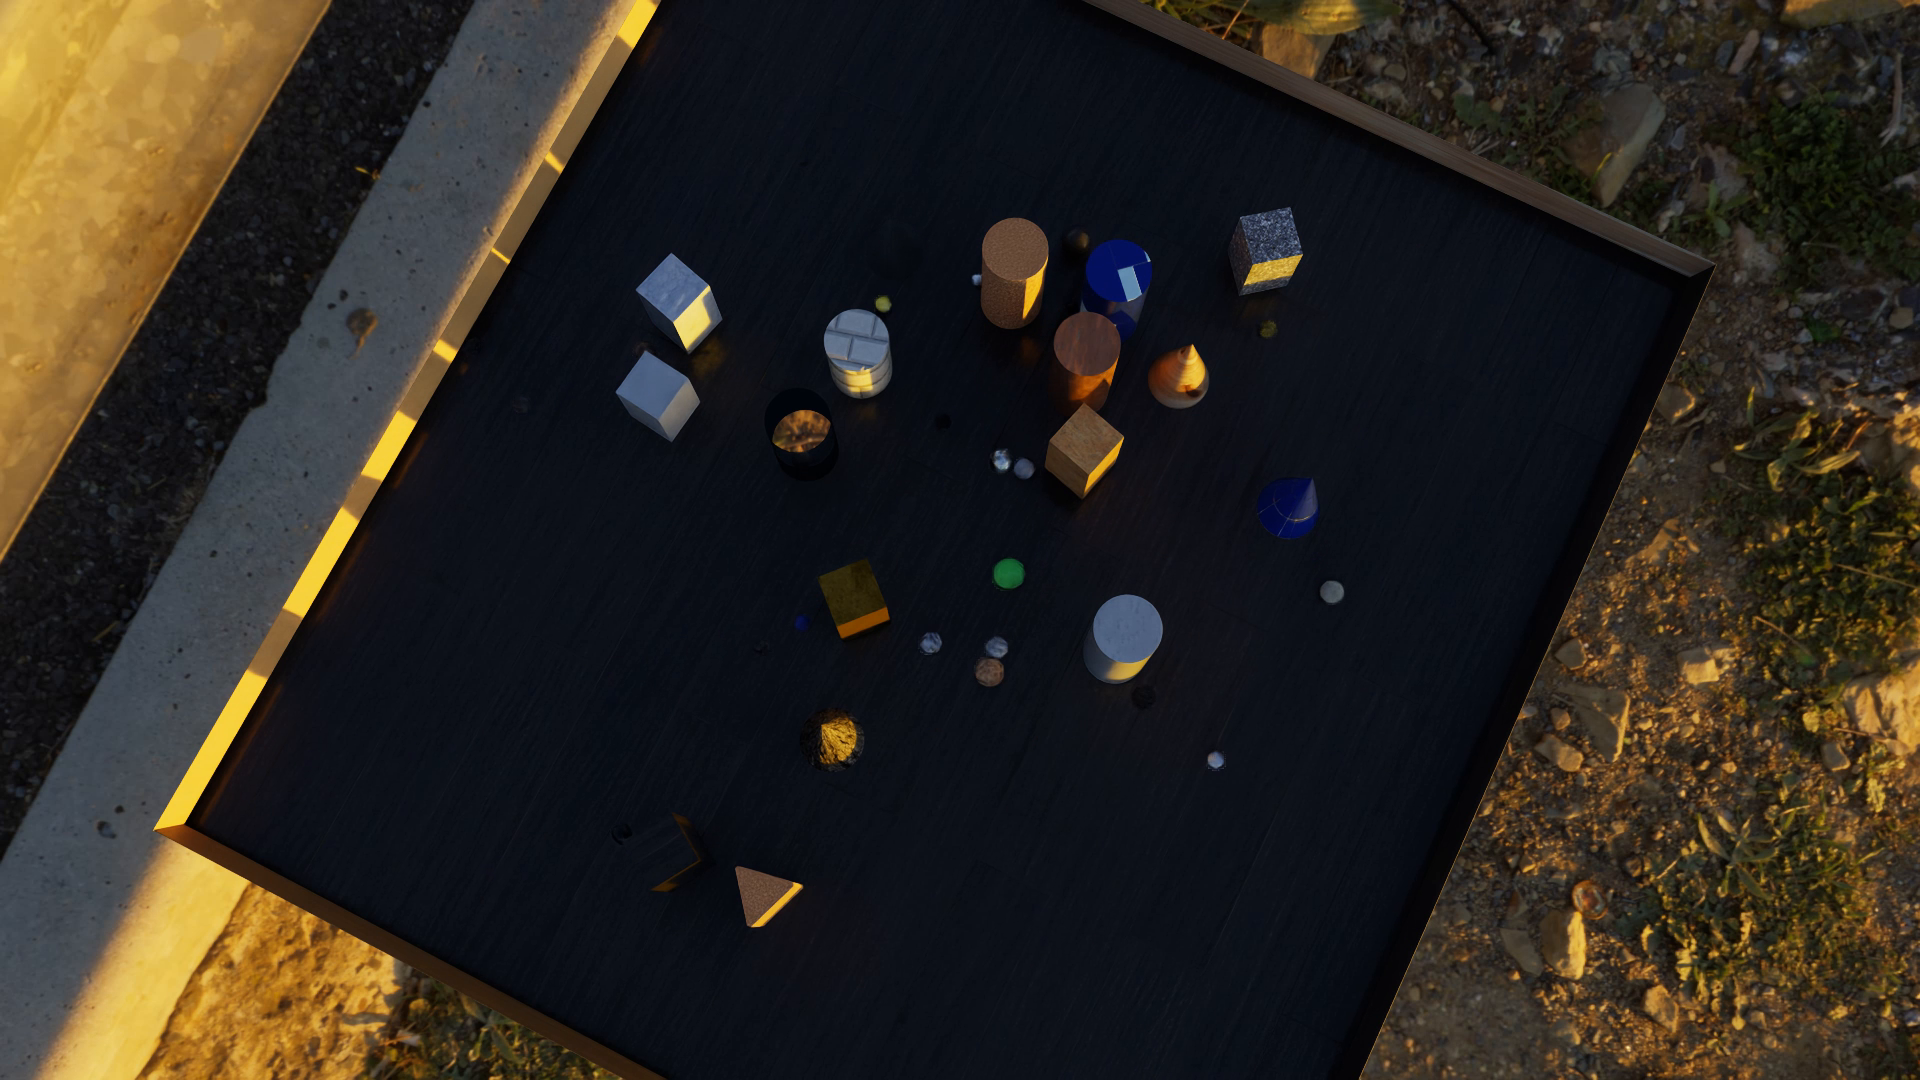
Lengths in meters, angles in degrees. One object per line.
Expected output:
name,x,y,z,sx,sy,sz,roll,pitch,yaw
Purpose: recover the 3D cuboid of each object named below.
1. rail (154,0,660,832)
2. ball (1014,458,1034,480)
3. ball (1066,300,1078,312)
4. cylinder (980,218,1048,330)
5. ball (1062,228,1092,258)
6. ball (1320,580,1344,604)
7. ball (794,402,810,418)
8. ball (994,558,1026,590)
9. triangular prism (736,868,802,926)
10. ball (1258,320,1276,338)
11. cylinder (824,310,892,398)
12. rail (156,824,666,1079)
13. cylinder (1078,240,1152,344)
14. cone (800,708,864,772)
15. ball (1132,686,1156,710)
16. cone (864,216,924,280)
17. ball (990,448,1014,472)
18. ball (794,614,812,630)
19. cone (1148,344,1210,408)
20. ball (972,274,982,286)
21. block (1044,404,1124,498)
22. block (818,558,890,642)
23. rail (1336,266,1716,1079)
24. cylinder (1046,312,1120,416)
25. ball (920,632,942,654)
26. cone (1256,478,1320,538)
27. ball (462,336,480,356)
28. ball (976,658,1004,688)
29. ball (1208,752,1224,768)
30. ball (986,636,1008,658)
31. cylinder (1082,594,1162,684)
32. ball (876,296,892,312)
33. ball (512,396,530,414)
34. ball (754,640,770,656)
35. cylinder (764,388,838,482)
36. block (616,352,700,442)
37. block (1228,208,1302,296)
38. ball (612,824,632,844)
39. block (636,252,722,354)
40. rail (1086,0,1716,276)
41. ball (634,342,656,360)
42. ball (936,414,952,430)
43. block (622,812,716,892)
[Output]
rail,-1.506,-0.731,5.702,0.045,0.126,3.641,26,80,5
ball,0.198,-0.217,5.629,0.064,0.064,0.064,0,78,0
ball,0.351,-0.734,5.747,0.041,0.041,0.041,0,78,0
cylinder,0.161,-0.802,5.554,0.194,0.447,0.194,0,78,0
ball,0.366,-0.935,5.761,0.095,0.095,0.095,0,78,0
ball,1.126,0.156,5.548,0.072,0.072,0.072,0,78,0
ball,-0.491,-0.404,5.676,0.047,0.047,0.047,0,78,0
ball,0.149,0.101,5.546,0.097,0.097,0.097,0,78,0
triangular prism,-0.572,0.993,5.243,0.168,0.328,0.145,-43,81,-8
ball,0.959,-0.661,5.725,0.055,0.055,0.055,0,78,0
cylinder,-0.307,-0.564,5.585,0.194,0.291,0.194,0,78,0
rail,-0.804,1.581,5.224,3.414,0.126,0.045,26,80,5
cylinder,0.465,-0.744,5.557,0.194,0.418,0.194,0,78,0
cone,-0.383,0.555,5.280,0.194,0.434,0.194,0,78,0
ball,0.550,0.470,5.482,0.072,0.072,0.072,0,78,0
cone,-0.209,-0.946,5.663,0.194,0.293,0.194,0,78,0
ball,0.127,-0.246,5.629,0.075,0.075,0.075,0,78,0
ball,-0.474,0.247,5.540,0.049,0.049,0.049,0,78,0
cone,0.682,-0.539,5.547,0.194,0.355,0.194,0,78,0
ball,0.056,-0.818,5.765,0.040,0.040,0.040,0,78,0
block,0.370,-0.264,5.508,0.155,0.319,0.155,41,81,8
block,-0.311,0.181,5.421,0.155,0.310,0.155,-22,79,-4
rail,1.506,0.744,5.397,0.045,0.126,3.641,26,80,5
cylinder,0.367,-0.519,5.495,0.194,0.449,0.194,0,78,0
ball,-0.087,0.309,5.519,0.066,0.066,0.066,0,78,0
cone,1.010,-0.138,5.442,0.194,0.397,0.194,0,78,0
ball,-1.525,-0.606,5.712,0.059,0.059,0.059,0,78,0
ball,0.090,0.396,5.490,0.088,0.088,0.088,0,78,0
ball,0.762,0.654,5.456,0.050,0.050,0.050,0,78,0
ball,0.112,0.324,5.516,0.065,0.065,0.065,0,78,0
cylinder,0.468,0.293,5.325,0.194,0.453,0.194,0,78,0
ball,-0.241,-0.738,5.743,0.051,0.051,0.051,0,78,0
ball,-1.359,-0.420,5.676,0.055,0.055,0.055,0,78,0
ball,-0.598,0.325,5.526,0.045,0.045,0.045,0,78,0
cylinder,-0.472,-0.312,5.498,0.194,0.358,0.194,0,78,0
block,-0.916,-0.434,5.573,0.155,0.262,0.155,33,80,6
block,0.939,-0.889,5.658,0.155,0.279,0.155,-12,79,-2
ball,-0.996,0.868,5.406,0.060,0.060,0.060,0,78,0
block,-0.856,-0.719,5.604,0.155,0.316,0.155,41,81,8
rail,0.804,-1.567,5.875,3.414,0.126,0.045,26,80,5
ball,-0.982,-0.585,5.705,0.064,0.064,0.064,0,78,0
ball,-0.051,-0.366,5.666,0.052,0.052,0.052,0,78,0
block,-0.827,0.896,5.241,0.155,0.373,0.155,-31,80,-6
